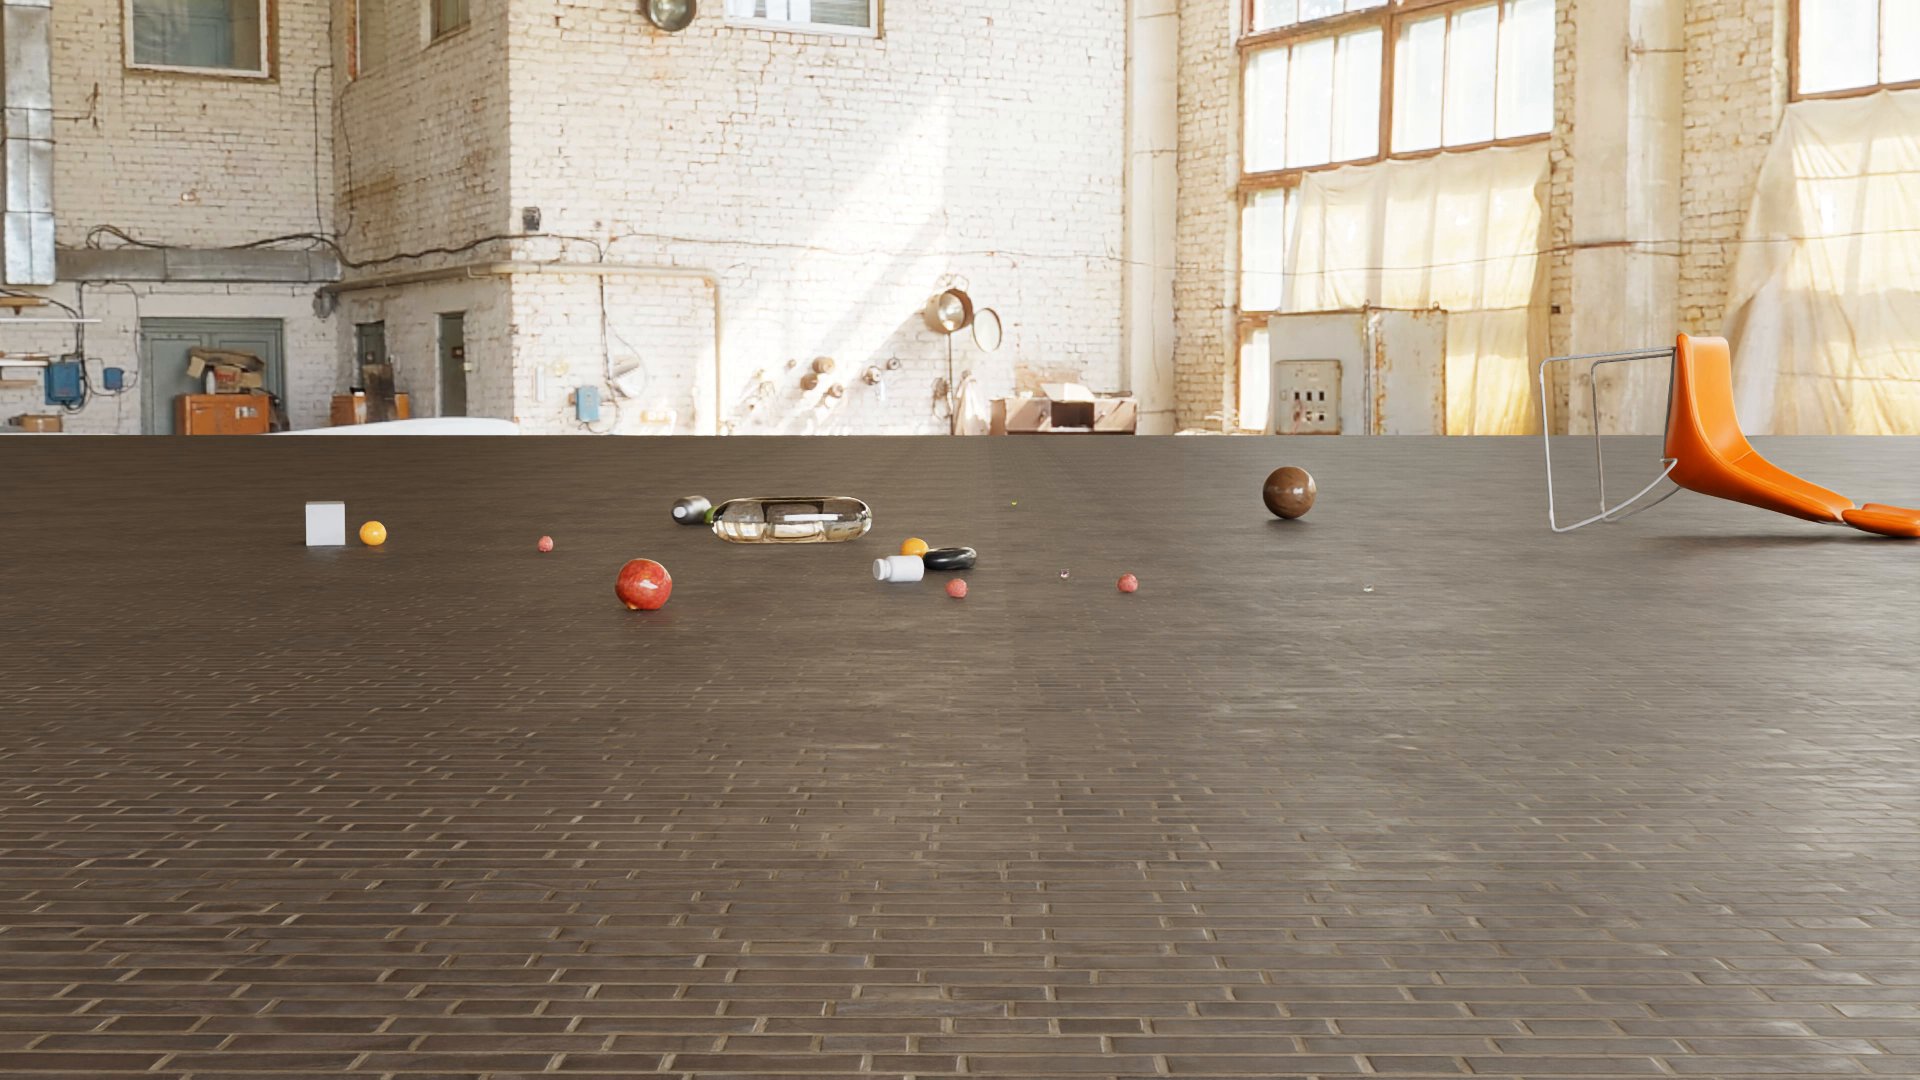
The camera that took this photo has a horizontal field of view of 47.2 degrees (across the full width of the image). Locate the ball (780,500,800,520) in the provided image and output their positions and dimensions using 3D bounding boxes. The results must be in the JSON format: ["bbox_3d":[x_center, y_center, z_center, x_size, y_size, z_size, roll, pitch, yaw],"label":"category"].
[{"bbox_3d":[-0.579,-0.100,7.500,0.069,0.069,0.069,0,4,0],"label":"ball"}]

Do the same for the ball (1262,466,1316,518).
[{"bbox_3d":[1.138,-0.165,7.604,0.185,0.185,0.185,0,4,0],"label":"ball"}]

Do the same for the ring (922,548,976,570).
[{"bbox_3d":[-0.026,0.047,5.507,0.110,0.050,0.184,1,5,35],"label":"ring"}]

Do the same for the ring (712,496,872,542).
[{"bbox_3d":[-0.496,-0.059,6.503,0.479,0.127,0.204,-1,6,-11],"label":"ring"}]

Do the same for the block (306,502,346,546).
[{"bbox_3d":[-1.854,-0.050,6.425,0.106,0.116,0.193,-1,4,-16],"label":"block"}]
